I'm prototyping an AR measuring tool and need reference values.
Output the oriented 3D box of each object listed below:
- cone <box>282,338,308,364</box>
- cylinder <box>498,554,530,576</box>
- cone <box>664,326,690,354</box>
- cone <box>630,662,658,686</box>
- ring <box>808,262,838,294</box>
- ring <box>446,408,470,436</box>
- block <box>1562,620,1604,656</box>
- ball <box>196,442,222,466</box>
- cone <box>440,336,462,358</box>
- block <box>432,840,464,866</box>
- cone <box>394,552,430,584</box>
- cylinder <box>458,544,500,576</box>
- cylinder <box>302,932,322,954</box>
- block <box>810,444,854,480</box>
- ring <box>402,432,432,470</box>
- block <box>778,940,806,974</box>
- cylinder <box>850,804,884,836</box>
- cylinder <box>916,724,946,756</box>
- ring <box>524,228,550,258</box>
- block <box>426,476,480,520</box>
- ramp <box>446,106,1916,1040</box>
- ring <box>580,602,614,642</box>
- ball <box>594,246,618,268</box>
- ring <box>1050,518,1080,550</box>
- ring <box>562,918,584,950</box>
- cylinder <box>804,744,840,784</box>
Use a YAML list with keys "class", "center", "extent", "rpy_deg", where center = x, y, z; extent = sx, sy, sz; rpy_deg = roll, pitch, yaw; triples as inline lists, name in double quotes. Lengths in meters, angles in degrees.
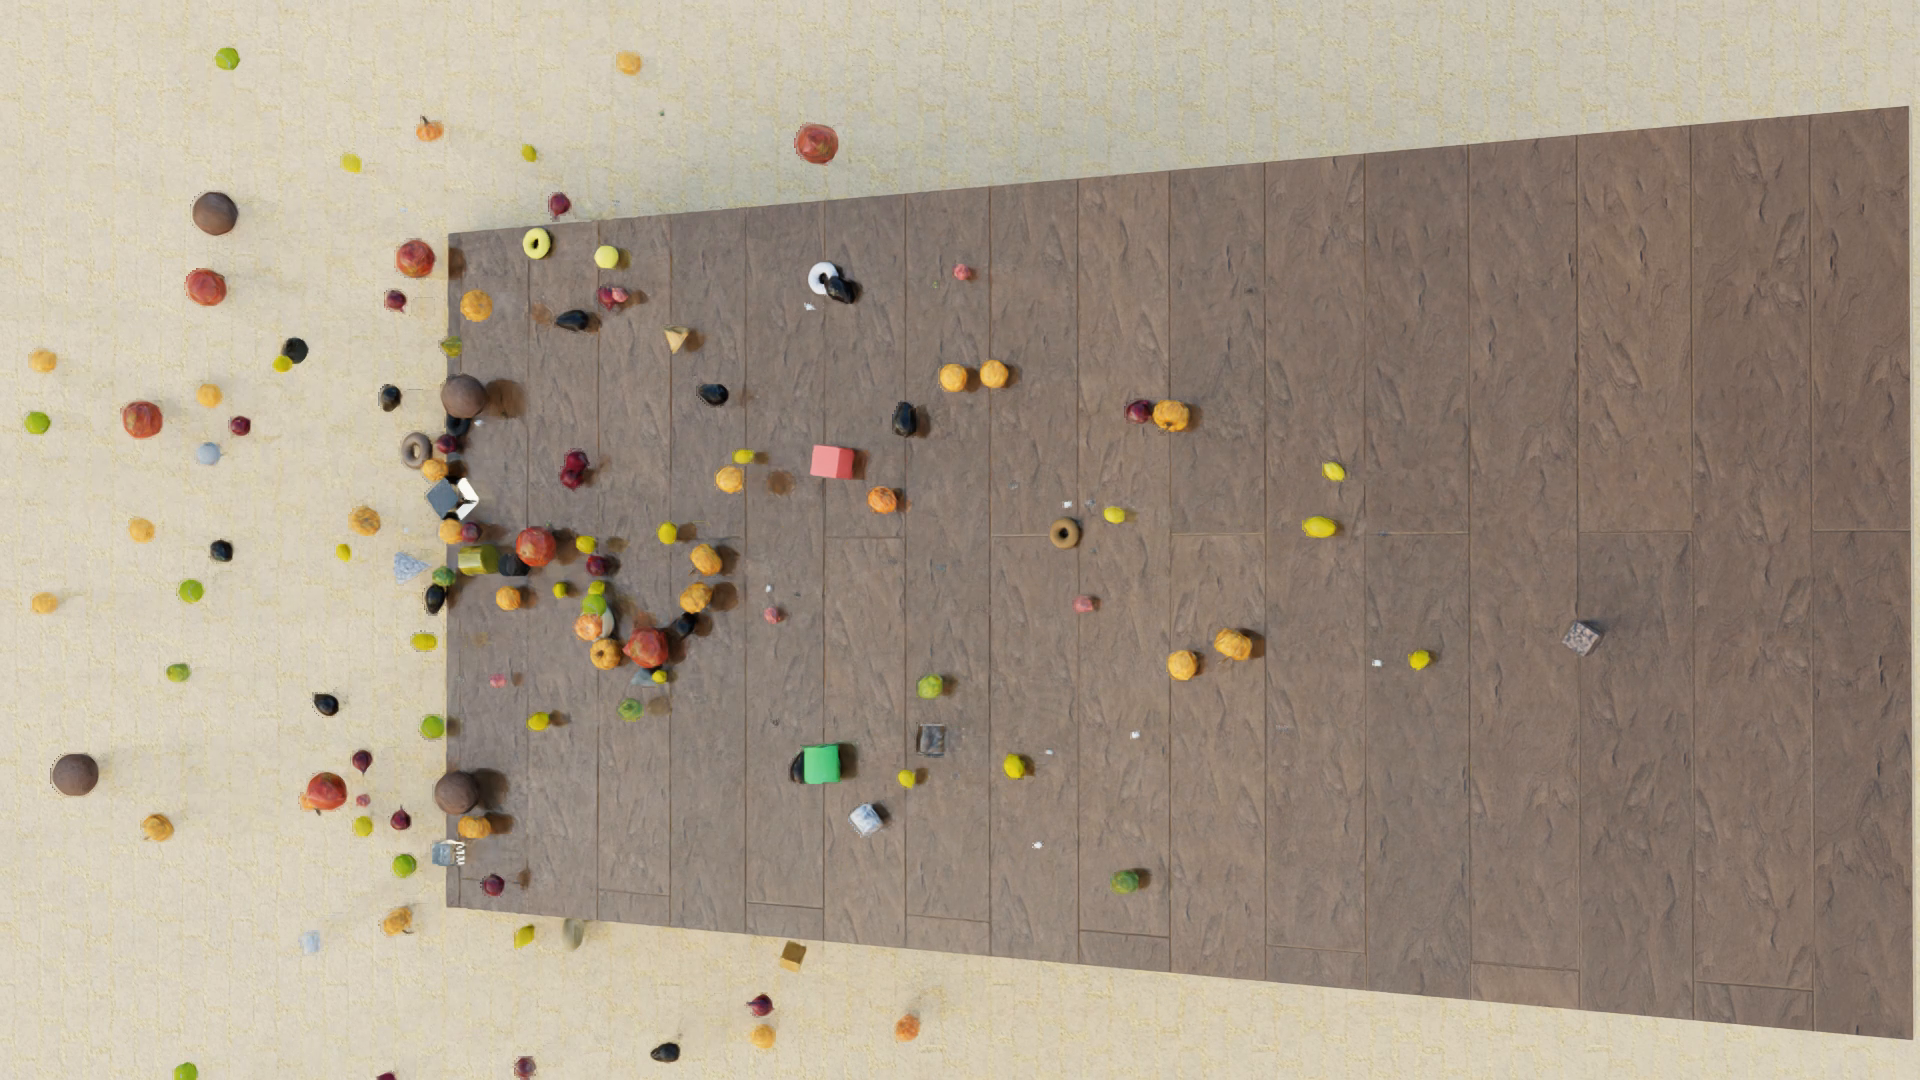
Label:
- class: "cone"
  center: [-2.005, -0.571, 6.586]
  extent: [0.081, 0.081, 0.081]
  rpy_deg: [0, 89, 0]
- class: "cylinder"
  center: [-1.293, 0.075, 6.376]
  extent: [0.065, 0.065, 0.065]
  rpy_deg: [0, 89, 27]
- class: "cone"
  center: [-0.792, -0.549, 6.115]
  extent: [0.075, 0.075, 0.075]
  rpy_deg: [9, 110, 0]
- class: "cone"
  center: [-0.876, 0.391, 6.176]
  extent: [0.074, 0.074, 0.074]
  rpy_deg: [33, 89, -4]
- class: "ring"
  center: [-0.368, -0.706, 5.929]
  extent: [0.089, 0.030, 0.089]
  rpy_deg: [0, 89, 27]
- class: "ring"
  center: [-1.482, -0.349, 6.499]
  extent: [0.080, 0.027, 0.080]
  rpy_deg: [-1, 88, 28]
- class: "block"
  center: [1.412, 0.223, 4.989]
  extent: [0.059, 0.059, 0.059]
  rpy_deg: [36, 105, 23]
- class: "ball"
  center: [-2.250, -0.257, 6.588]
  extent: [0.070, 0.070, 0.070]
  rpy_deg: [0, 89, 0]
- class: "cone"
  center: [-1.517, -0.575, 6.497]
  extent: [0.066, 0.066, 0.066]
  rpy_deg: [0, 89, 27]
- class: "block"
  center: [-1.506, 0.923, 6.476]
  extent: [0.064, 0.064, 0.064]
  rpy_deg: [4, 91, 27]
- class: "cone"
  center: [-1.625, 0.079, 6.562]
  extent: [0.098, 0.098, 0.098]
  rpy_deg: [-4, 89, 5]
- class: "cylinder"
  center: [-1.407, 0.058, 6.423]
  extent: [0.085, 0.085, 0.085]
  rpy_deg: [-5, 89, 27]
- class: "cylinder"
  center: [-1.935, 1.203, 6.563]
  extent: [0.051, 0.051, 0.051]
  rpy_deg: [-18, 81, 0]
- class: "block"
  center: [-0.341, -0.208, 5.882]
  extent: [0.080, 0.080, 0.080]
  rpy_deg: [8, 93, 27]
- class: "ring"
  center: [-1.622, -0.265, 6.568]
  extent: [0.113, 0.038, 0.113]
  rpy_deg: [1, 91, 30]
- class: "block"
  center: [-0.493, 1.228, 6.479]
  extent: [0.060, 0.060, 0.060]
  rpy_deg: [20, 52, 4]
- class: "cylinder"
  center: [-0.248, 0.742, 5.833]
  extent: [0.062, 0.062, 0.062]
  rpy_deg: [39, 89, 33]
- class: "cylinder"
  center: [-0.075, 0.520, 5.738]
  extent: [0.076, 0.076, 0.076]
  rpy_deg: [4, 90, 0]
- class: "ring"
  center: [-1.226, -0.860, 6.371]
  extent: [0.091, 0.030, 0.091]
  rpy_deg: [-1, 87, 31]
- class: "block"
  center: [-1.491, -0.123, 6.465]
  extent: [0.090, 0.090, 0.090]
  rpy_deg: [-43, 71, 20]
- class: "ramp"
  center: [0.278, 0.079, 5.662]
  extent: [4.000, 0.100, 2.000]
  rpy_deg: [0, 89, 27]
- class: "ring"
  center: [-1.034, 0.233, 6.257]
  extent: [0.112, 0.037, 0.112]
  rpy_deg: [0, 90, 27]
- class: "ball"
  center: [-1.001, -0.802, 6.234]
  extent: [0.067, 0.067, 0.067]
  rpy_deg: [0, 89, 0]
- class: "ring"
  center: [0.267, -0.017, 5.598]
  extent: [0.080, 0.027, 0.080]
  rpy_deg: [-1, 87, 27]
- class: "ring"
  center: [-1.153, 1.167, 6.553]
  extent: [0.038, 0.114, 0.114]
  rpy_deg: [2, 89, 12]
- class: "cylinder"
  center: [-0.369, 0.598, 5.878]
  extent: [0.095, 0.095, 0.095]
  rpy_deg: [-2, 89, 0]
